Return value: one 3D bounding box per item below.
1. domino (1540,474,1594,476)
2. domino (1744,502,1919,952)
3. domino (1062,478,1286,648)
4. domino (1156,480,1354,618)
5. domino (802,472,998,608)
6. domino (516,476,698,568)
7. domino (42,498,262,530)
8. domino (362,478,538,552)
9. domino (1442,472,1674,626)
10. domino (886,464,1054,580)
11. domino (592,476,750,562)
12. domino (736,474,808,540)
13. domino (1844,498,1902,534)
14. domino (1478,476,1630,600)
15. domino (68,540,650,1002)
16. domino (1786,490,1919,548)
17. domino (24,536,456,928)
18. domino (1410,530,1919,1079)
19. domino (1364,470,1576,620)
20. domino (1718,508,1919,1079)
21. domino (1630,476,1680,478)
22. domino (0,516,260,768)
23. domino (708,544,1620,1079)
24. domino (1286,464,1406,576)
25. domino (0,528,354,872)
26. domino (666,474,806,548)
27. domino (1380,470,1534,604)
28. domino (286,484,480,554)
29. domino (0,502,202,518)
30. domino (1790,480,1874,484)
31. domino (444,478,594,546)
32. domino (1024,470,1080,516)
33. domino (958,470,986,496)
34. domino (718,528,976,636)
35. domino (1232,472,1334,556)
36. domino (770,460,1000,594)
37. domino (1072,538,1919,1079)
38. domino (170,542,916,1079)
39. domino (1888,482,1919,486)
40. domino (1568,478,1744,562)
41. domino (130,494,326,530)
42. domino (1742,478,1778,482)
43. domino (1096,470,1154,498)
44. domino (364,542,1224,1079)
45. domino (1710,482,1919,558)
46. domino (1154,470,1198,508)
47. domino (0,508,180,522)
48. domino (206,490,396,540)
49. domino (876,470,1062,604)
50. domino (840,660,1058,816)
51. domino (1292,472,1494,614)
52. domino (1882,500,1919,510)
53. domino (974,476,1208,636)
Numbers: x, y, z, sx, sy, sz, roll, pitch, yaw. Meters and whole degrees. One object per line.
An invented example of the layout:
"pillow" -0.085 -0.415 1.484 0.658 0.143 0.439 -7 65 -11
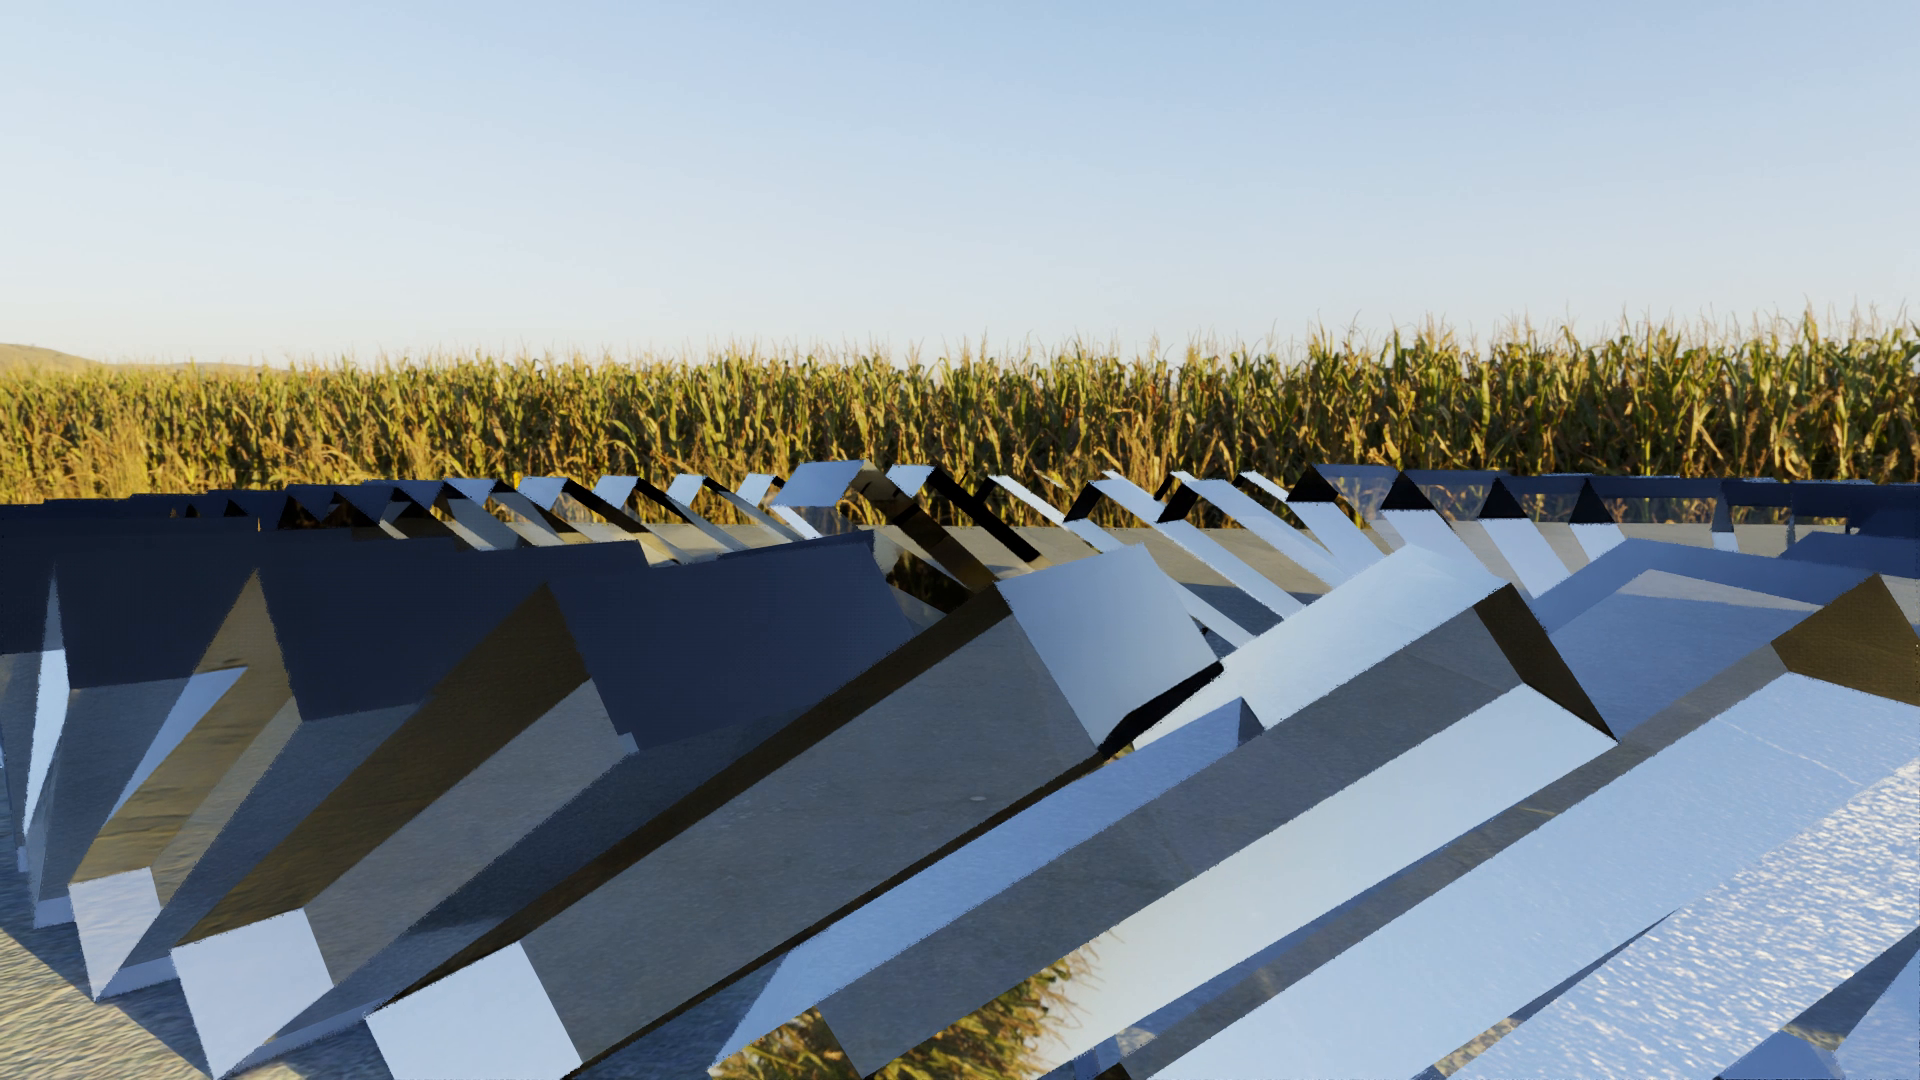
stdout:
"domino" 0.163 0.002 0.307 0.025 0.009 0.050 -3 38 -37
"domino" 0.094 0.016 0.117 0.025 0.009 0.050 5 41 48
"domino" 0.046 0.006 0.251 0.050 0.009 0.025 36 17 16
"domino" 0.064 0.007 0.245 0.050 0.010 0.025 38 21 22
"domino" -0.016 0.000 0.339 0.050 0.009 0.025 33 -6 -17
"domino" -0.077 0.003 0.294 0.050 0.010 0.025 38 -21 -35
"domino" -0.106 0.011 0.186 0.025 0.009 0.050 0 -29 3
"domino" -0.097 0.005 0.262 0.025 0.009 0.050 3 -29 32
"domino" 0.148 0.001 0.320 0.025 0.009 0.050 -4 39 -44
"domino" 0.007 0.006 0.235 0.050 0.009 0.025 39 -9 -18
"domino" -0.063 0.002 0.308 0.050 0.010 0.025 36 -17 -31
"domino" -0.033 0.000 0.330 0.050 0.009 0.025 34 -10 -23
"domino" 0.105 0.015 0.133 0.025 0.009 0.050 3 40 39
"domino" 0.108 0.009 0.207 0.025 0.009 0.050 -1 40 -10
"domino" -0.044 0.018 0.094 0.025 0.010 0.050 -5 -27 -48
"domino" 0.113 0.013 0.150 0.025 0.009 0.050 3 40 29
"domino" -0.060 0.017 0.105 0.025 0.009 0.050 -4 -28 -40
"domino" 0.048 0.018 0.084 0.050 0.009 0.025 -35 7 -3
"domino" 0.131 0.000 0.329 0.050 0.010 0.025 40 24 26
"domino" 0.067 0.017 0.093 0.050 0.009 0.025 -38 17 -15
"domino" 0.175 0.003 0.293 0.025 0.009 0.050 -2 37 -32
"domino" -0.086 0.015 0.133 0.025 0.009 0.050 -2 -29 -26
"domino" 0.011 0.019 0.079 0.050 0.009 0.025 -34 -1 9
"domino" 0.086 0.005 0.238 0.025 0.009 0.050 -1 41 -34
"domino" -0.073 0.016 0.119 0.025 0.009 0.050 -3 -28 -35
"domino" -0.048 0.001 0.320 0.050 0.009 0.025 34 -12 -26
"domino" 0.098 0.007 0.224 0.025 0.009 0.050 -1 41 -22
"domino" -0.102 0.007 0.243 0.025 0.009 0.050 2 -29 21
"domino" -0.103 0.012 0.168 0.025 0.010 0.050 -1 -29 -4
"domino" 0.195 0.006 0.261 0.025 0.010 0.050 -2 37 -23
"domino" -0.088 0.004 0.280 0.025 0.009 0.050 3 -28 44
"domino" 0.040 -0.002 0.353 0.050 0.009 0.025 33 7 5
"domino" 0.021 -0.002 0.352 0.050 0.009 0.025 33 5 1
"domino" -0.012 0.012 0.194 0.025 0.010 0.050 -9 -22 24
"domino" 0.095 -0.001 0.343 0.050 0.010 0.025 36 16 16
"domino" -0.007 0.006 0.223 0.050 0.010 0.025 42 -20 -26
"domino" 0.030 0.019 0.081 0.050 0.009 0.025 -34 3 3
"domino" -0.028 0.018 0.084 0.050 0.010 0.025 -37 -16 31
"domino" 0.204 0.007 0.245 0.025 0.010 0.050 -1 37 -18
"domino" 0.113 0.010 0.189 0.025 0.009 0.050 0 40 -1
"domino" -0.106 0.010 0.205 0.025 0.009 0.050 1 -29 8
"domino" 0.186 0.004 0.278 0.025 0.009 0.050 -2 37 -26
"domino" 0.059 -0.001 0.351 0.050 0.009 0.025 34 11 10
"domino" -0.010 0.019 0.079 0.050 0.010 0.025 -36 -10 22
"domino" 0.117 0.011 0.169 0.025 0.009 0.050 2 40 19
"domino" 0.077 -0.001 0.348 0.050 0.009 0.025 35 14 13
"domino" -0.097 0.013 0.150 0.025 0.009 0.050 -1 -29 -11
"domino" -0.105 0.008 0.224 0.025 0.009 0.050 1 -28 16
"domino" 0.002 -0.001 0.347 0.050 0.009 0.025 33 -1 -9
"domino" -0.001 0.025 0.172 0.025 0.010 0.050 0 4 1
"domino" 0.114 0.000 0.337 0.050 0.009 0.025 38 21 22
"domino" 0.083 0.016 0.105 0.050 0.010 0.025 -43 28 -26
"domino" 0.025 0.005 0.252 0.050 0.009 0.025 35 9 7
